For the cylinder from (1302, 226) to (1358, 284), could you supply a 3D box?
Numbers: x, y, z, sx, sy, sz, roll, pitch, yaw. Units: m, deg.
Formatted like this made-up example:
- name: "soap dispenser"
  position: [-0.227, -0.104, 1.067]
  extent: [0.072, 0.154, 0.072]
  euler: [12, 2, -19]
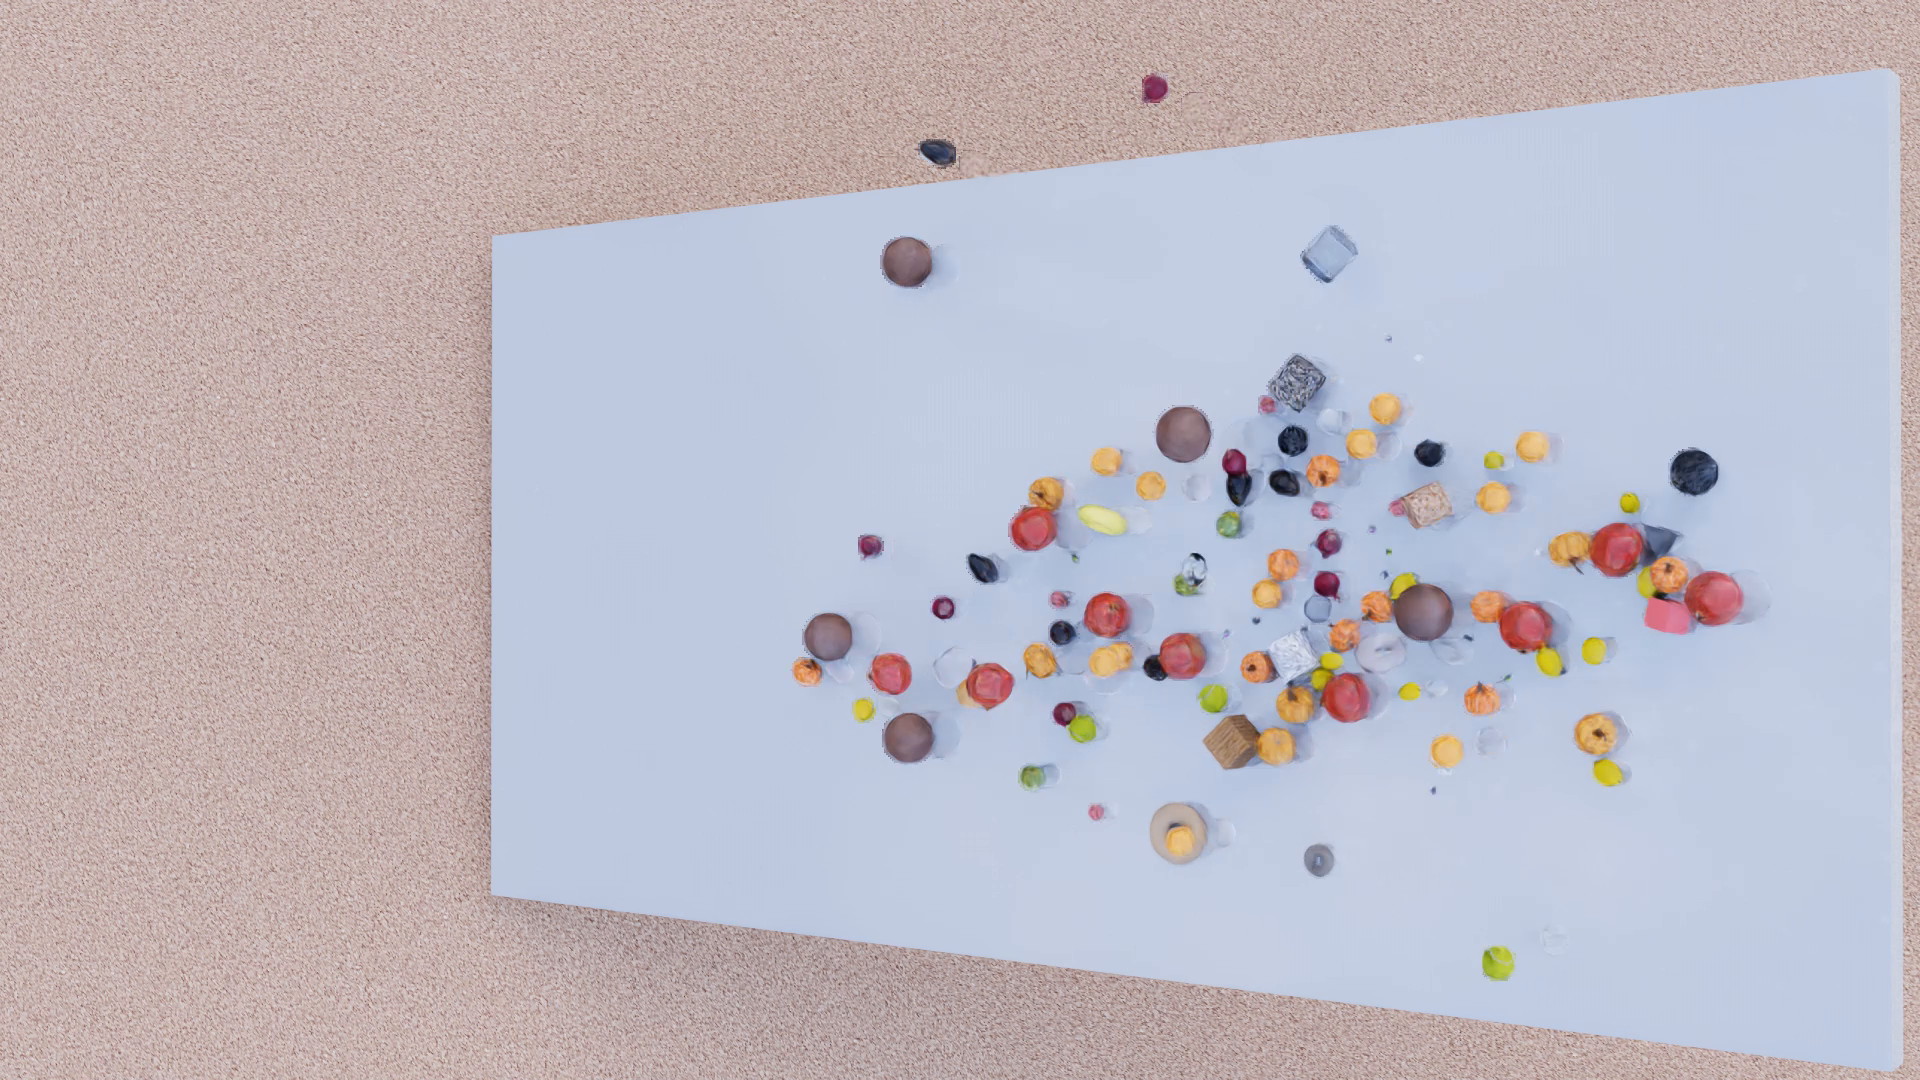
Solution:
- name: "cylinder"
  position: [0.847, -0.653, 5.033]
  extent: [0.092, 0.092, 0.092]
  euler: [43, 117, 0]

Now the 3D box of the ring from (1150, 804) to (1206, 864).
- name: "ring"
  position: [0.523, 0.705, 5.278]
  extent: [0.149, 0.050, 0.149]
  euler: [3, 95, 35]

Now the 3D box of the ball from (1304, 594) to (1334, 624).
- name: "ball"
  position: [0.825, 0.159, 5.060]
  extent: [0.066, 0.066, 0.066]
  euler: [0, 90, 0]

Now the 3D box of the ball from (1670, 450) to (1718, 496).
- name: "ball"
  position: [1.521, -0.139, 4.556]
  extent: [0.096, 0.096, 0.096]
  euler: [0, 90, 0]

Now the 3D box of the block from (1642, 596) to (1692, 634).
- name: "block"
  position: [1.478, 0.158, 4.592]
  extent: [0.062, 0.062, 0.062]
  euler: [7, 98, -29]

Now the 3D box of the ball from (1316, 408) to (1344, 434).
- name: "ball"
  position: [0.849, -0.273, 5.051]
  extent: [0.060, 0.060, 0.060]
  euler: [0, 90, 0]

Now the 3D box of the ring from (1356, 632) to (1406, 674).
- name: "ring"
  position: [0.918, 0.247, 4.796]
  extent: [0.112, 0.112, 0.037]
  euler: [-17, 128, 0]

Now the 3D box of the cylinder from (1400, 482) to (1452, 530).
- name: "cylinder"
  position: [1.034, -0.076, 4.877]
  extent: [0.082, 0.082, 0.082]
  euler: [-25, 90, -3]

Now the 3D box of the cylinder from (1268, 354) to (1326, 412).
- name: "cylinder"
  position: [0.779, -0.362, 5.077]
  extent: [0.094, 0.094, 0.094]
  euler: [39, 113, 0]

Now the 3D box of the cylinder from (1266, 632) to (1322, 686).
- name: "cylinder"
  position: [0.771, 0.274, 5.079]
  extent: [0.094, 0.094, 0.094]
  euler: [-25, 73, 0]

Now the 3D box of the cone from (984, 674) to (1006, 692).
- name: "cone"
  position: [0.094, 0.370, 5.567]
  extent: [0.051, 0.051, 0.051]
  euler: [22, 90, 19]

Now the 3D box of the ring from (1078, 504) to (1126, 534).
- name: "ring"
  position: [0.347, -0.050, 5.365]
  extent: [0.127, 0.127, 0.042]
  euler: [22, 80, 0]

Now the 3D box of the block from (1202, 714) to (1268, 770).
- name: "block"
  position: [0.645, 0.475, 5.170]
  extent: [0.090, 0.090, 0.090]
  euler: [-49, 64, 24]

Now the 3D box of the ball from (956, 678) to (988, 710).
- name: "ball"
  position: [0.030, 0.392, 5.607]
  extent: [0.081, 0.081, 0.081]
  euler: [0, 90, 0]

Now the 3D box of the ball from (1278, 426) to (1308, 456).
- name: "ball"
  position: [0.773, -0.230, 5.098]
  extent: [0.070, 0.070, 0.070]
  euler: [0, 90, 0]

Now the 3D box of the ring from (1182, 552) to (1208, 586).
- name: "ring"
  position: [0.541, 0.068, 5.071]
  extent: [0.027, 0.080, 0.080]
  euler: [1, 89, -30]

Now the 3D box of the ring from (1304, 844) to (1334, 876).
- name: "ring"
  position: [0.829, 0.739, 5.078]
  extent: [0.075, 0.025, 0.075]
  euler: [1, 92, 39]

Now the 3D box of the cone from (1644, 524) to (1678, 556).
- name: "cone"
  position: [1.456, -0.012, 4.614]
  extent: [0.067, 0.067, 0.067]
  euler: [-39, 65, 0]

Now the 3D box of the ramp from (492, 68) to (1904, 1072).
- name: "ramp"
  position: [0.244, 0.068, 5.570]
  extent: [4.000, 0.100, 2.000]
  euler: [0, 89, 35]
